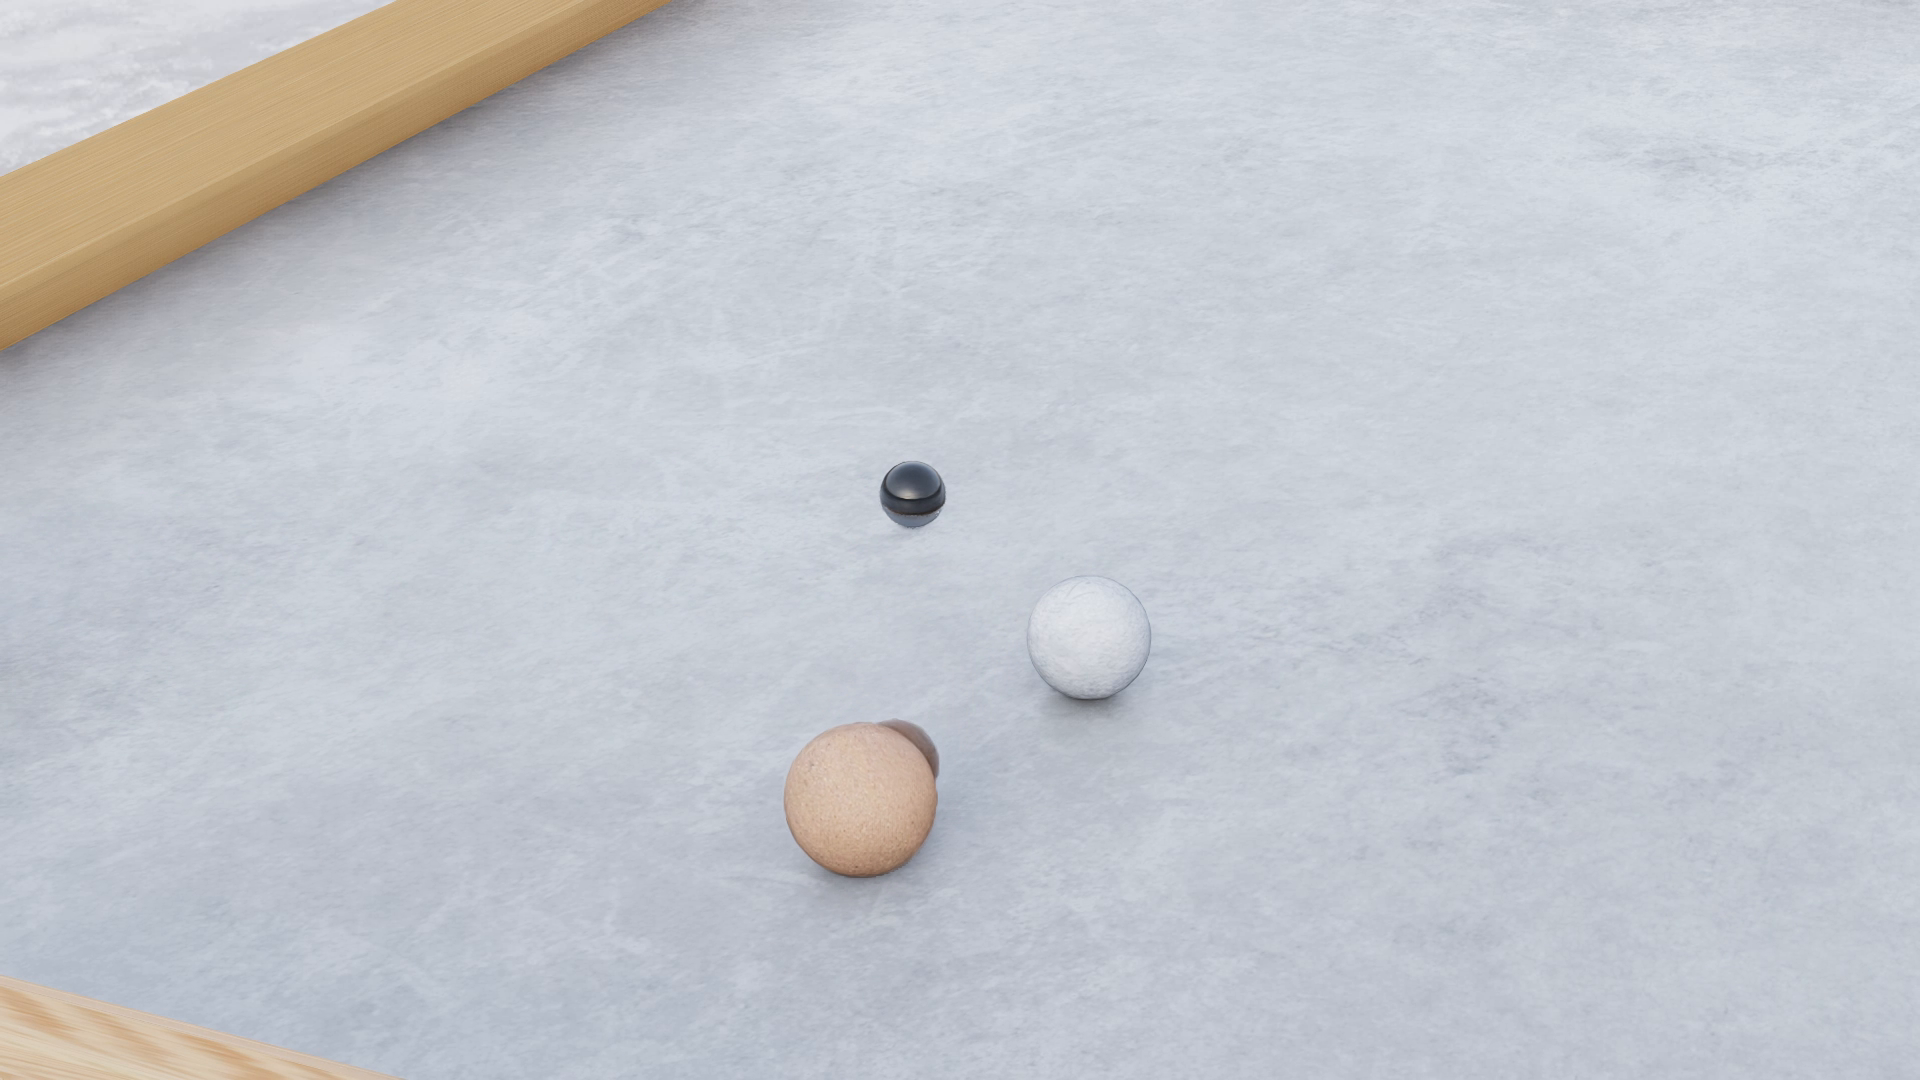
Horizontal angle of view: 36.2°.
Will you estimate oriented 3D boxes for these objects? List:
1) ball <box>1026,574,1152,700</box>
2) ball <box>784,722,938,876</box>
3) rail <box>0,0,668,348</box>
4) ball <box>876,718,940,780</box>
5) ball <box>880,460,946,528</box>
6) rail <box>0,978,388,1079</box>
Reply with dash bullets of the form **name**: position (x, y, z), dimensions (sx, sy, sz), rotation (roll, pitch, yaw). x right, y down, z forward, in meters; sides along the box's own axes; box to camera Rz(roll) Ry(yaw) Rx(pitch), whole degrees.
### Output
- **ball**: position (0.076, 0.057, 1.739), dimensions (0.074, 0.074, 0.074), rotation (0, 25, 0)
- **ball**: position (-0.053, 0.137, 1.560), dimensions (0.082, 0.082, 0.082), rotation (0, 25, 0)
- **rail**: position (-0.476, -0.453, 2.759), dimensions (0.045, 0.129, 2.990), rotation (10, 27, 20)
- **ball**: position (-0.036, 0.123, 1.628), dimensions (0.049, 0.049, 0.049), rotation (0, 25, 0)
- **ball**: position (-0.032, -0.031, 1.962), dimensions (0.045, 0.045, 0.045), rotation (0, 25, 0)
- **rail**: position (-0.273, 0.257, 1.246), dimensions (1.684, 0.129, 0.045), rotation (10, 27, 20)
